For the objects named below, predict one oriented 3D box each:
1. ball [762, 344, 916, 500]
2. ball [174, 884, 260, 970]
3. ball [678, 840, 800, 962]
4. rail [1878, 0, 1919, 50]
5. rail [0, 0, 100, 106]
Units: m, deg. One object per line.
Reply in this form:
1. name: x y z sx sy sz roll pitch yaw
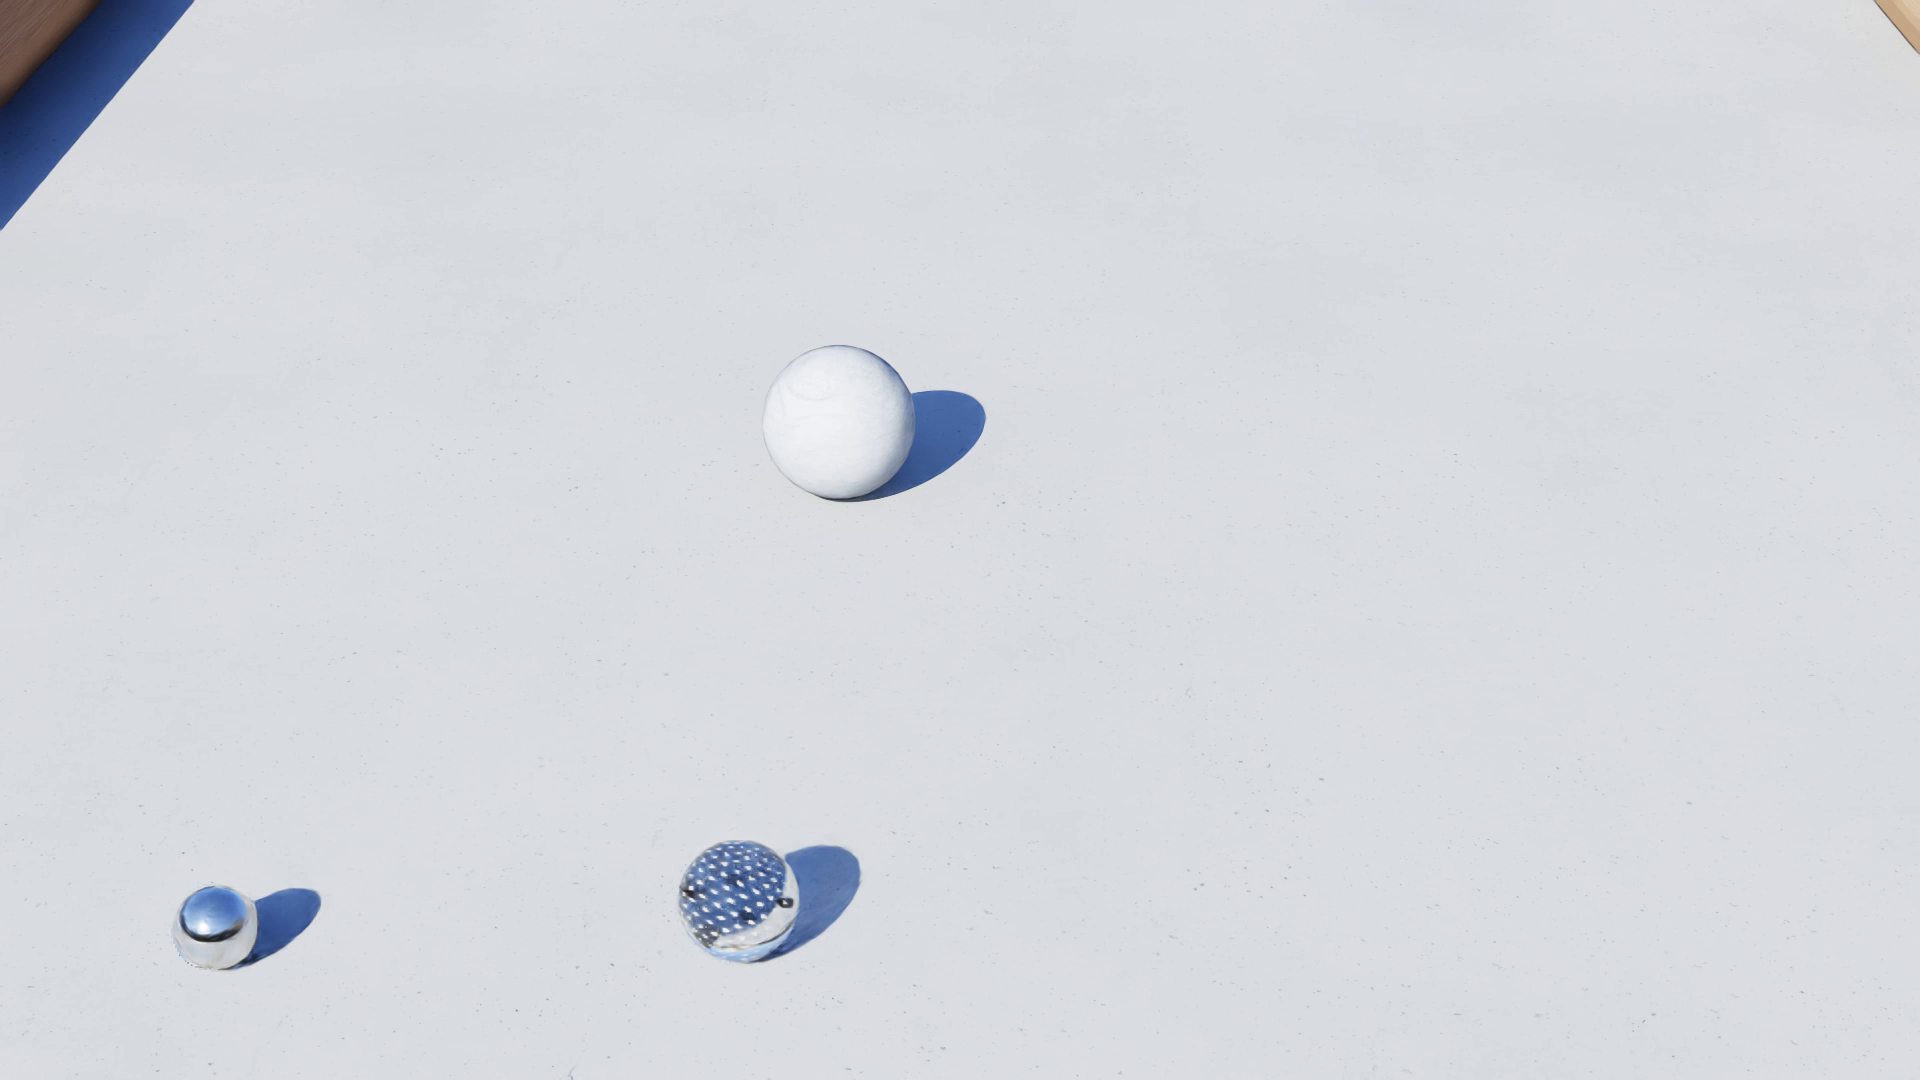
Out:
1. ball: -0.078 -0.077 1.907 0.100 0.100 0.100 0 28 0
2. ball: -0.368 0.192 1.457 0.042 0.042 0.042 0 28 0
3. ball: -0.110 0.179 1.461 0.061 0.061 0.061 0 28 0
4. rail: 0.864 -0.389 2.470 0.045 0.130 3.168 1 28 1
5. rail: -0.827 -0.408 2.505 0.045 0.130 3.168 1 28 1
